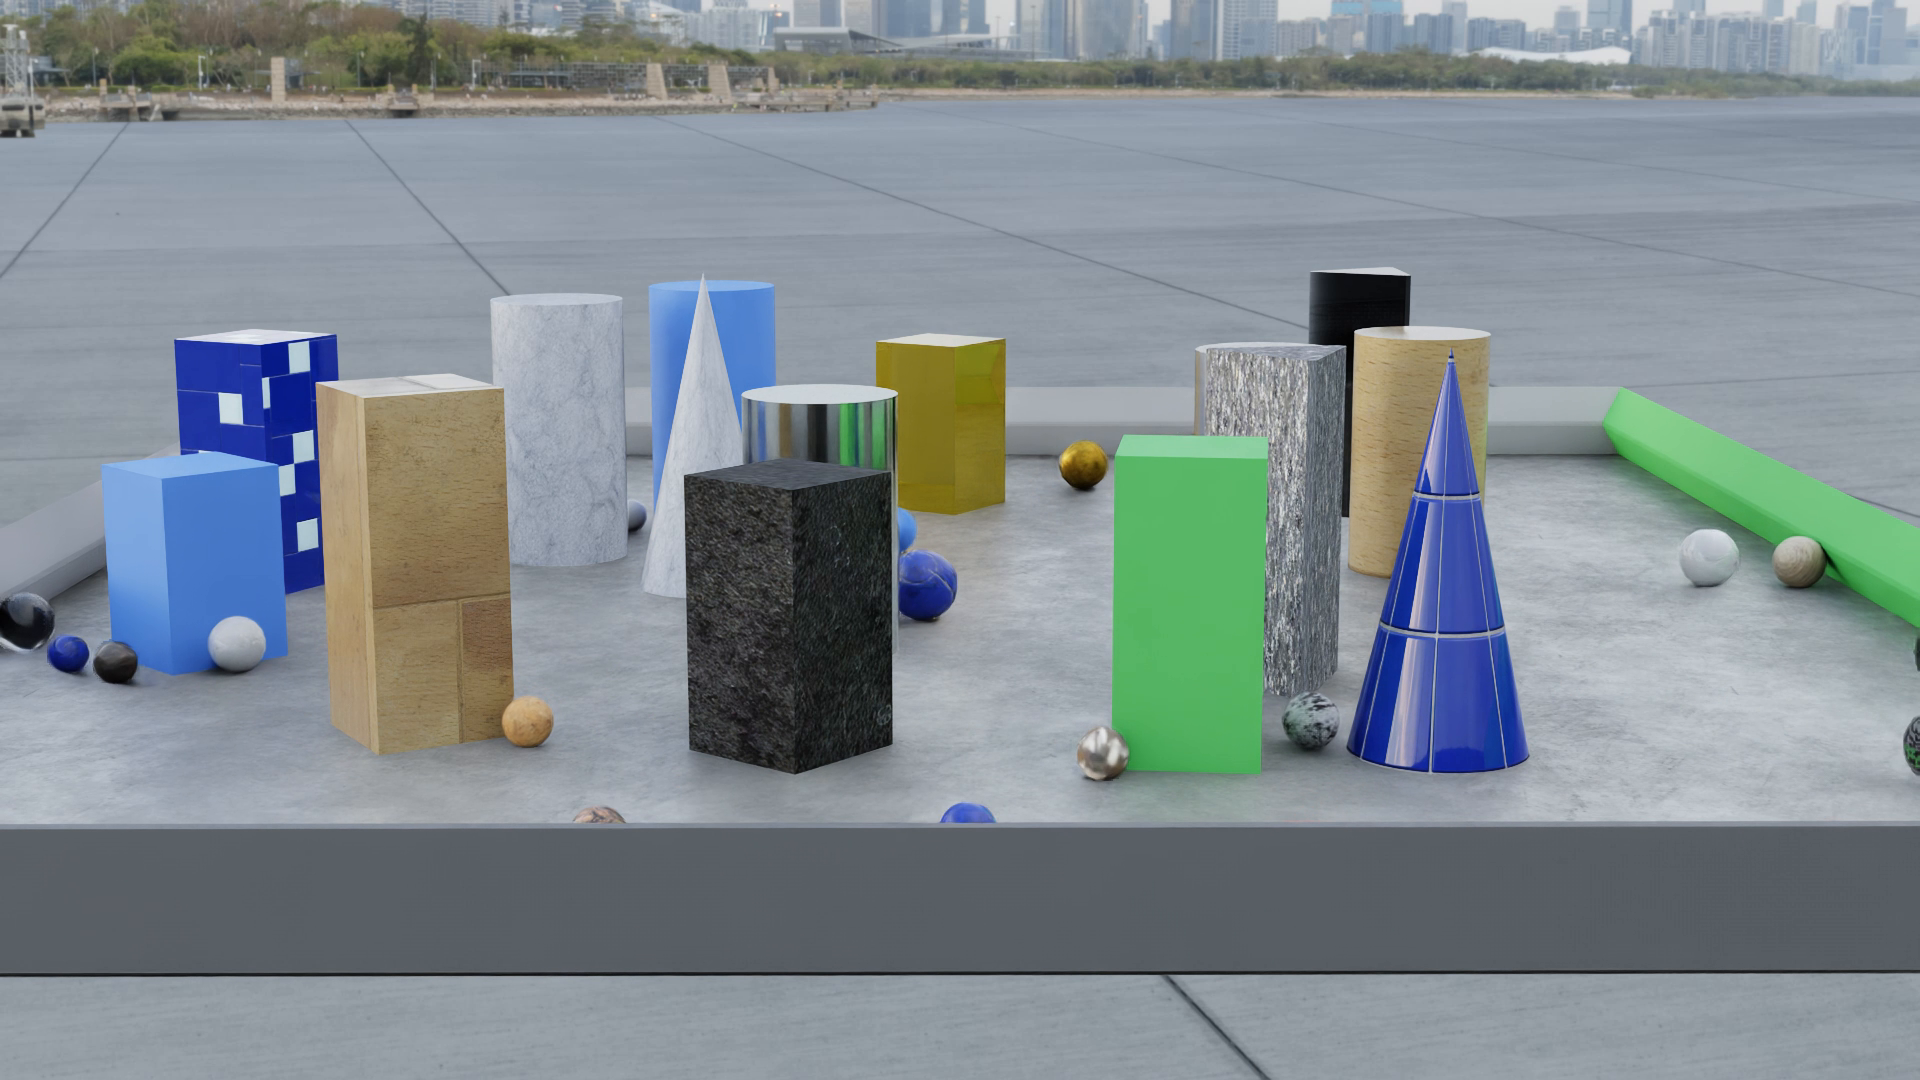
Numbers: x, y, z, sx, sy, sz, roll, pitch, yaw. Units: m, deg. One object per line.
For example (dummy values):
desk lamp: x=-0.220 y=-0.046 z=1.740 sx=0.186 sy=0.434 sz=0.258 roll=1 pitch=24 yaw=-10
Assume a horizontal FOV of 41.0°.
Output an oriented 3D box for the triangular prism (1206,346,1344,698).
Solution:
triangular prism: x=0.401 y=-0.029 z=3.046 sx=0.145 sy=0.395 sz=0.168 roll=-9 pitch=14 yaw=-39

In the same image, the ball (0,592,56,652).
ball: x=-1.172 y=0.103 z=3.213 sx=0.075 sy=0.075 sz=0.075 roll=0 pitch=11 yaw=0

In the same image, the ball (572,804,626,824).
ball: x=-0.334 y=0.271 z=2.369 sx=0.054 sy=0.054 sz=0.054 roll=0 pitch=11 yaw=0

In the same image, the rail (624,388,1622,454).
rail: x=-0.008 y=-0.220 z=4.811 sx=2.511 sy=0.126 sz=0.045 roll=0 pitch=11 yaw=0

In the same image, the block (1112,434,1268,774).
block: x=0.245 y=0.065 z=2.718 sx=0.155 sy=0.331 sz=0.155 roll=1 pitch=11 yaw=7

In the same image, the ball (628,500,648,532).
ball: x=-0.518 y=-0.038 z=4.042 sx=0.050 sy=0.050 sz=0.050 roll=0 pitch=11 yaw=0

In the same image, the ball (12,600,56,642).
ball: x=-1.182 y=0.103 z=3.277 sx=0.052 sy=0.052 sz=0.052 roll=0 pitch=11 yaw=0

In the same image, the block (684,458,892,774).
block: x=-0.182 y=0.076 z=2.743 sx=0.155 sy=0.299 sz=0.155 roll=8 pitch=13 yaw=38

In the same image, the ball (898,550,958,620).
ball: x=-0.049 y=0.059 z=3.398 sx=0.093 sy=0.093 sz=0.093 roll=0 pitch=11 yaw=0

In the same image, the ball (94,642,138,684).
ball: x=-1.004 y=0.146 z=3.050 sx=0.050 sy=0.050 sz=0.050 roll=0 pitch=11 yaw=0

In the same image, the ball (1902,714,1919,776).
ball: x=1.006 y=0.210 z=2.619 sx=0.081 sy=0.081 sz=0.081 roll=0 pitch=11 yaw=0

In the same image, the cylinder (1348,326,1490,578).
cylinder: x=0.665 y=-0.128 z=3.722 sx=0.194 sy=0.345 sz=0.194 roll=0 pitch=11 yaw=0

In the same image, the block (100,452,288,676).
block: x=-0.948 y=0.025 z=3.178 sx=0.155 sy=0.241 sz=0.155 roll=-10 pitch=15 yaw=-43

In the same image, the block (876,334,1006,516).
block: x=-0.031 y=-0.196 z=4.272 sx=0.155 sy=0.276 sz=0.155 roll=7 pitch=12 yaw=32

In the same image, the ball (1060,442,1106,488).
ball: x=0.213 y=-0.130 z=4.447 sx=0.083 sy=0.083 sz=0.083 roll=0 pitch=11 yaw=0

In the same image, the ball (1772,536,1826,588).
ball: x=1.181 y=0.030 z=3.612 sx=0.073 sy=0.073 sz=0.073 roll=0 pitch=11 yaw=0

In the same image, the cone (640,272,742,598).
cone: x=-0.356 y=-0.155 z=3.595 sx=0.194 sy=0.443 sz=0.194 roll=0 pitch=11 yaw=0

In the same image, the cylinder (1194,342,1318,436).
cylinder: x=0.413 y=-0.085 z=3.479 sx=0.194 sy=0.348 sz=0.194 roll=0 pitch=11 yaw=0

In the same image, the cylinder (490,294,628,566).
cylinder: x=-0.596 y=-0.168 z=3.829 sx=0.194 sy=0.383 sz=0.194 roll=0 pitch=11 yaw=0

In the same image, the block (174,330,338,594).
block: x=-0.982 y=-0.111 z=3.613 sx=0.155 sy=0.351 sz=0.155 roll=5 pitch=12 yaw=27

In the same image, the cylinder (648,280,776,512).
cylinder: x=-0.384 y=-0.204 z=4.009 sx=0.194 sy=0.387 sz=0.194 roll=0 pitch=11 yaw=0

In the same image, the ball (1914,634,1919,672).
ball: x=1.165 y=0.133 z=2.994 sx=0.097 sy=0.097 sz=0.097 roll=0 pitch=11 yaw=0

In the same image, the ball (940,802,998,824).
ball: x=0.008 y=0.270 z=2.368 sx=0.056 sy=0.056 sz=0.056 roll=0 pitch=11 yaw=0

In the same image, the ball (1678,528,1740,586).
ball: x=1.056 y=0.025 z=3.618 sx=0.082 sy=0.082 sz=0.082 roll=0 pitch=11 yaw=0

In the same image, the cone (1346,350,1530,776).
cone: x=0.513 y=0.012 z=2.716 sx=0.194 sy=0.435 sz=0.194 roll=0 pitch=11 yaw=0

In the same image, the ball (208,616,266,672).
ball: x=-0.877 y=0.126 z=3.109 sx=0.068 sy=0.068 sz=0.068 roll=0 pitch=11 yaw=0

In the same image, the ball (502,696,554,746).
ball: x=-0.466 y=0.196 z=2.770 sx=0.055 sy=0.055 sz=0.055 roll=0 pitch=11 yaw=0

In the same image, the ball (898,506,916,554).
ball: x=-0.102 y=-0.015 z=3.857 sx=0.072 sy=0.072 sz=0.072 roll=0 pitch=11 yaw=0

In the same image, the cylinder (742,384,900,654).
cylinder: x=-0.174 y=-0.022 z=3.208 sx=0.194 sy=0.323 sz=0.194 roll=0 pitch=11 yaw=0

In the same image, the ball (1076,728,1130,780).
ball: x=0.147 y=0.220 z=2.641 sx=0.054 sy=0.054 sz=0.054 roll=0 pitch=11 yaw=0

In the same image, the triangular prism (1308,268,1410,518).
triangular prism: x=0.673 y=-0.243 z=4.197 sx=0.168 sy=0.396 sz=0.145 roll=6 pitch=12 yaw=29

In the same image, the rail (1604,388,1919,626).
rail: x=1.232 y=0.031 z=3.456 sx=0.045 sy=0.126 sz=2.817 roll=0 pitch=11 yaw=0

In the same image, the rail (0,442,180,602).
rail: x=-1.232 y=0.034 z=3.442 sx=0.045 sy=0.126 sz=2.817 roll=0 pitch=11 yaw=0

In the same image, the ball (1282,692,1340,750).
ball: x=0.377 y=0.195 z=2.759 sx=0.061 sy=0.061 sz=0.061 roll=0 pitch=11 yaw=0

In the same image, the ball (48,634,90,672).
ball: x=-1.078 y=0.138 z=3.105 sx=0.046 sy=0.046 sz=0.046 roll=0 pitch=11 yaw=0

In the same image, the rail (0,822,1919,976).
rail: x=0.008 y=0.285 z=2.087 sx=2.511 sy=0.126 sz=0.045 roll=0 pitch=11 yaw=0

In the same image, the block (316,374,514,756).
block: x=-0.596 y=0.021 z=2.807 sx=0.155 sy=0.384 sz=0.155 roll=-7 pitch=12 yaw=-32
